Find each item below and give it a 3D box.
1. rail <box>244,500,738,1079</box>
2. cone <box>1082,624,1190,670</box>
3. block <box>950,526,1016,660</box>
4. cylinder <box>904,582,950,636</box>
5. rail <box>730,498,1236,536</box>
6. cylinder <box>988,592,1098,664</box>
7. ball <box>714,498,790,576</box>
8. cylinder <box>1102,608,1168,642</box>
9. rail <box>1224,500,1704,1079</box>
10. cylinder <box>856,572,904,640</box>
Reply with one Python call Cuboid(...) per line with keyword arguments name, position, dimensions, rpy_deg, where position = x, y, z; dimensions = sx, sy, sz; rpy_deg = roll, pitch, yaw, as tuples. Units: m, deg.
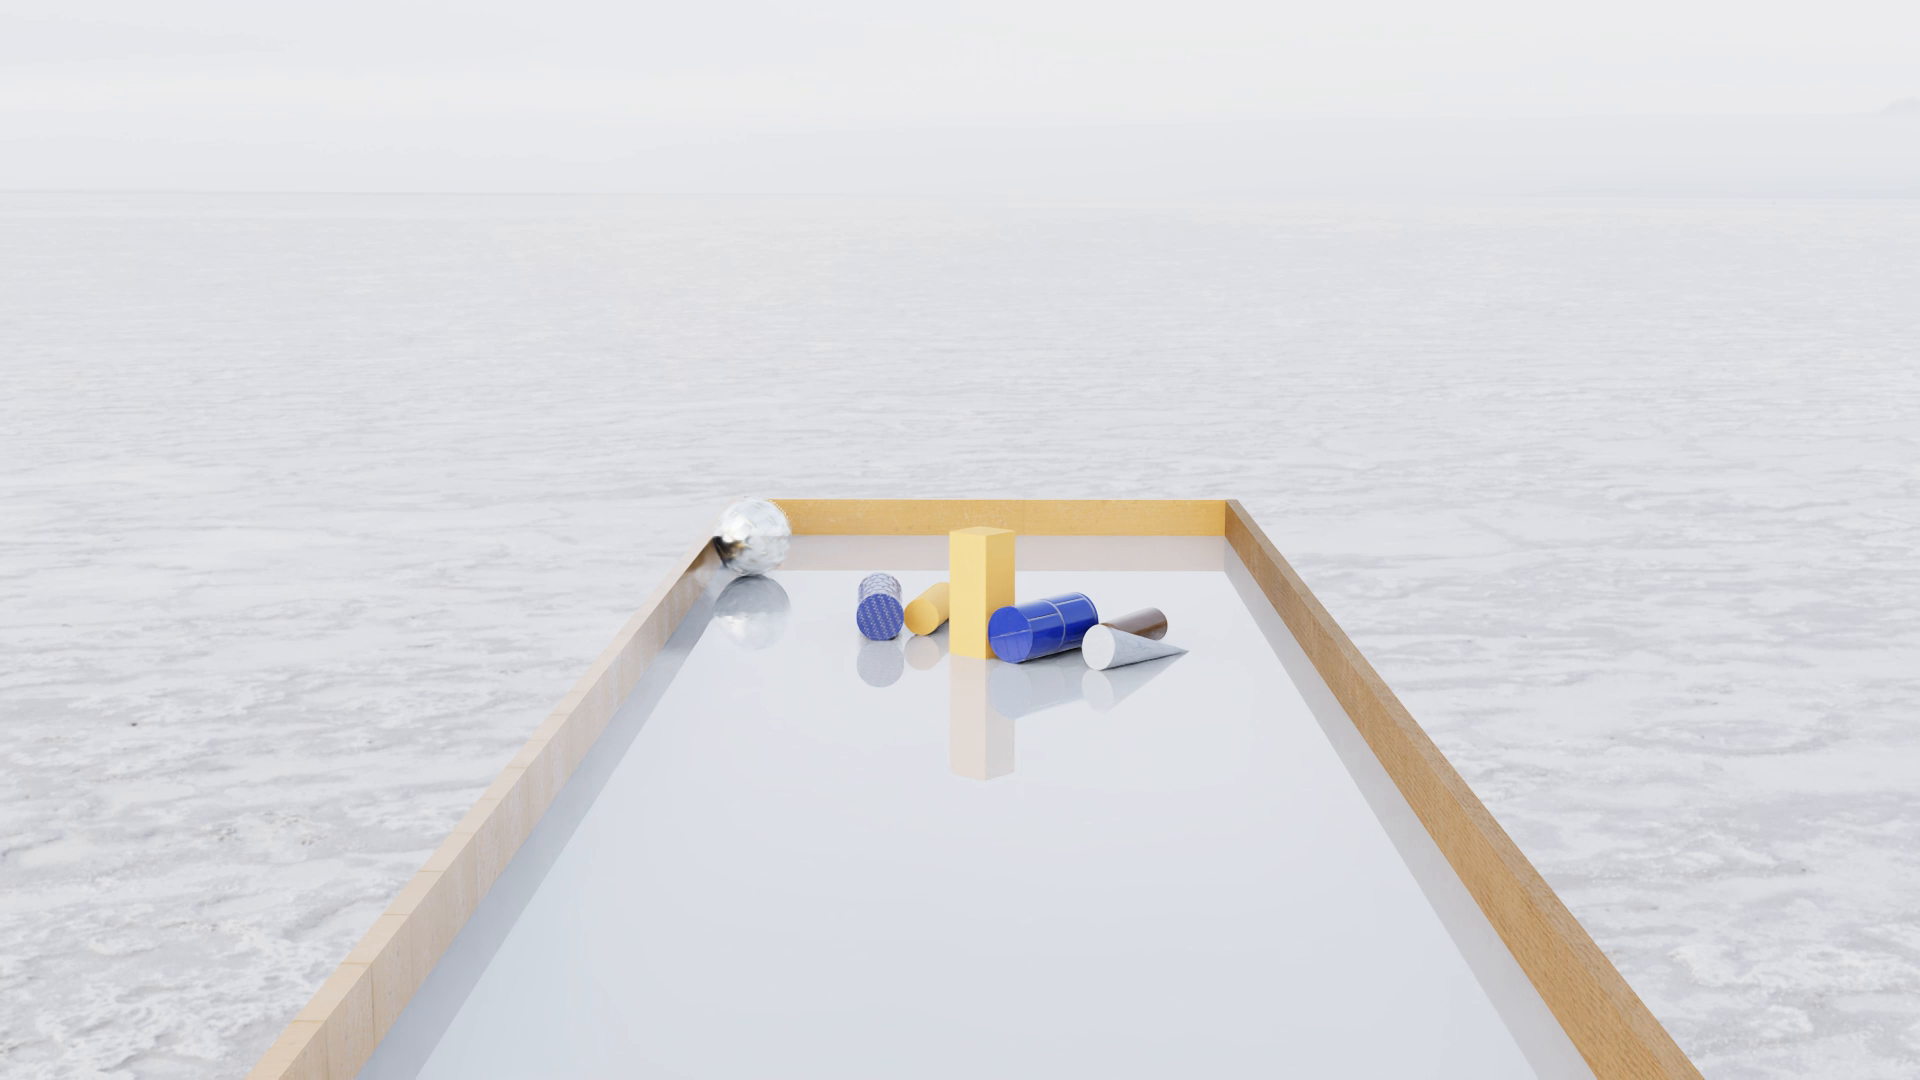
Cuboid(name="rail", position=(-1.004, 0.839, 3.234), dimensions=(0.050, 0.150, 12.000), rpy_deg=(0, 9, 1))
Cuboid(name="cone", position=(0.564, 0.333, 6.697), dimensions=(0.408, 0.135, 0.135), rpy_deg=(5, 4, -42))
Cuboid(name="block", position=(0.069, 0.161, 6.776), dimensions=(0.143, 0.382, 0.143), rpy_deg=(8, 12, 40))
Cuboid(name="cylinder", position=(-0.090, 0.224, 7.225), dimensions=(0.117, 0.117, 0.325), rpy_deg=(2, 9, 12))
Cuboid(name="rail", position=(0.099, -0.098, 9.147), dimensions=(2.100, 0.150, 0.050), rpy_deg=(0, 9, 1))
Cuboid(name="cylinder", position=(0.258, 0.267, 6.770), dimensions=(0.173, 0.173, 0.331), rpy_deg=(8, 12, 40))
Cuboid(name="ball", position=(-0.771, -0.012, 8.174), dimensions=(0.285, 0.285, 0.285), rpy_deg=(0, 9, 0))
Cuboid(name="cylinder", position=(0.526, 0.288, 6.843), dimensions=(0.110, 0.110, 0.308), rpy_deg=(6, 11, 32))
Cuboid(name="rail", position=(1.046, 0.843, 3.208), dimensions=(0.050, 0.150, 12.000), rpy_deg=(0, 9, 1))
Cuboid(name="cylinder", position=(-0.261, 0.214, 7.172), dimensions=(0.153, 0.153, 0.395), rpy_deg=(0, 9, -2))
